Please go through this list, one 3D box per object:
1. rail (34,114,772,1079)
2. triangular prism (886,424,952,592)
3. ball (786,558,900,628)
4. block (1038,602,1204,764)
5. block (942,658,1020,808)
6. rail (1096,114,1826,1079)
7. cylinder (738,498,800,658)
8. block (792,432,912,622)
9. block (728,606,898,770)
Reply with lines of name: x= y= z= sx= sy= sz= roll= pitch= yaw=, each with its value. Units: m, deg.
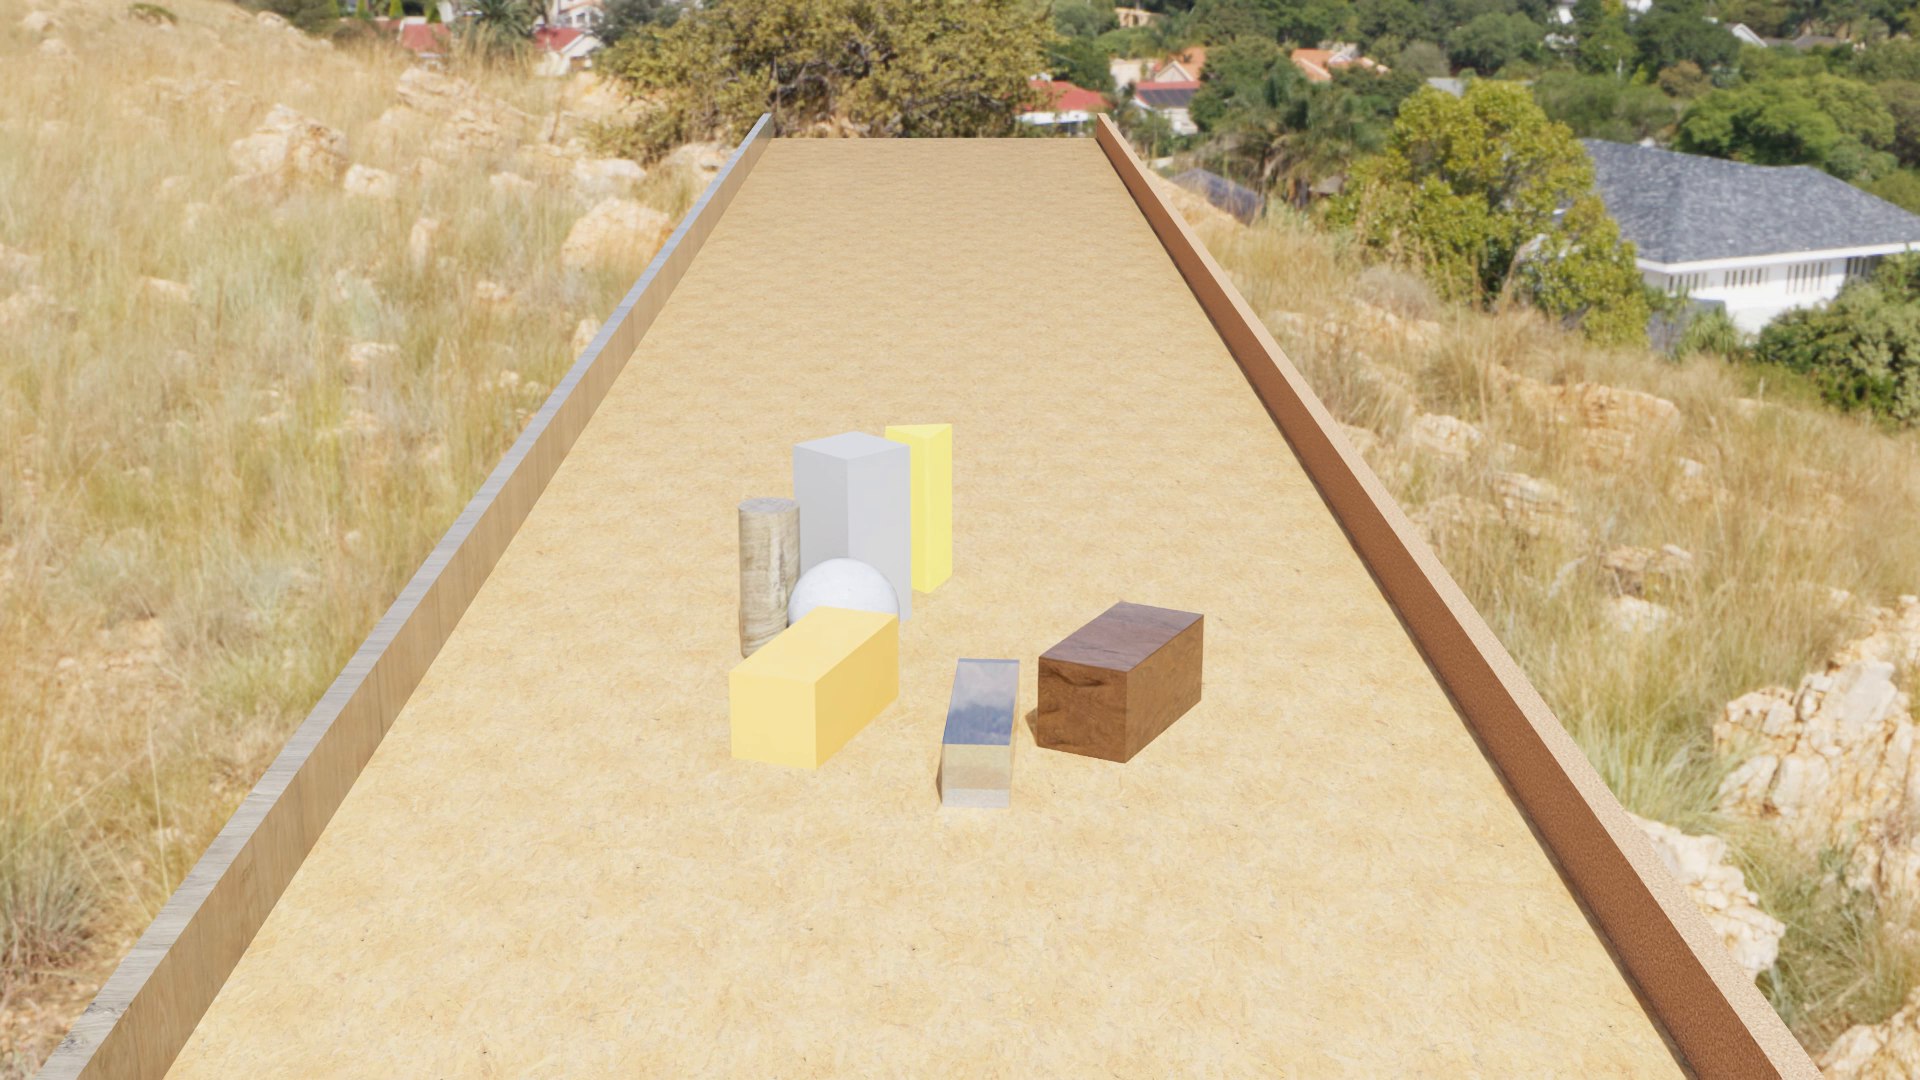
rail: x=-1.118 y=-0.838 z=7.780 sx=0.050 sy=0.150 sz=12.000 roll=0 pitch=17 yaw=-1
triangular prism: x=-0.069 y=-0.078 z=4.876 sx=0.126 sy=0.349 sz=0.145 roll=-13 pitch=21 yaw=-38
ball: x=-0.230 y=0.146 z=4.343 sx=0.224 sy=0.224 sz=0.224 roll=0 pitch=17 yaw=0
block: x=0.300 y=0.257 z=4.059 sx=0.173 sy=0.173 sz=0.360 roll=9 pitch=19 yaw=27
block: x=0.040 y=0.336 z=3.897 sx=0.114 sy=0.114 sz=0.428 roll=1 pitch=17 yaw=4
rail: x=0.932 y=-0.844 z=7.801 sx=0.050 sy=0.150 sz=12.000 roll=0 pitch=17 yaw=-1
cylinder: x=-0.381 y=0.080 z=4.412 sx=0.123 sy=0.311 sz=0.123 roll=0 pitch=17 yaw=0
block: x=-0.225 y=-0.015 z=4.612 sx=0.173 sy=0.380 sz=0.173 roll=-15 pitch=22 yaw=-41
block: x=-0.262 y=0.265 z=4.047 sx=0.164 sy=0.164 sz=0.397 roll=6 pitch=18 yaw=19
